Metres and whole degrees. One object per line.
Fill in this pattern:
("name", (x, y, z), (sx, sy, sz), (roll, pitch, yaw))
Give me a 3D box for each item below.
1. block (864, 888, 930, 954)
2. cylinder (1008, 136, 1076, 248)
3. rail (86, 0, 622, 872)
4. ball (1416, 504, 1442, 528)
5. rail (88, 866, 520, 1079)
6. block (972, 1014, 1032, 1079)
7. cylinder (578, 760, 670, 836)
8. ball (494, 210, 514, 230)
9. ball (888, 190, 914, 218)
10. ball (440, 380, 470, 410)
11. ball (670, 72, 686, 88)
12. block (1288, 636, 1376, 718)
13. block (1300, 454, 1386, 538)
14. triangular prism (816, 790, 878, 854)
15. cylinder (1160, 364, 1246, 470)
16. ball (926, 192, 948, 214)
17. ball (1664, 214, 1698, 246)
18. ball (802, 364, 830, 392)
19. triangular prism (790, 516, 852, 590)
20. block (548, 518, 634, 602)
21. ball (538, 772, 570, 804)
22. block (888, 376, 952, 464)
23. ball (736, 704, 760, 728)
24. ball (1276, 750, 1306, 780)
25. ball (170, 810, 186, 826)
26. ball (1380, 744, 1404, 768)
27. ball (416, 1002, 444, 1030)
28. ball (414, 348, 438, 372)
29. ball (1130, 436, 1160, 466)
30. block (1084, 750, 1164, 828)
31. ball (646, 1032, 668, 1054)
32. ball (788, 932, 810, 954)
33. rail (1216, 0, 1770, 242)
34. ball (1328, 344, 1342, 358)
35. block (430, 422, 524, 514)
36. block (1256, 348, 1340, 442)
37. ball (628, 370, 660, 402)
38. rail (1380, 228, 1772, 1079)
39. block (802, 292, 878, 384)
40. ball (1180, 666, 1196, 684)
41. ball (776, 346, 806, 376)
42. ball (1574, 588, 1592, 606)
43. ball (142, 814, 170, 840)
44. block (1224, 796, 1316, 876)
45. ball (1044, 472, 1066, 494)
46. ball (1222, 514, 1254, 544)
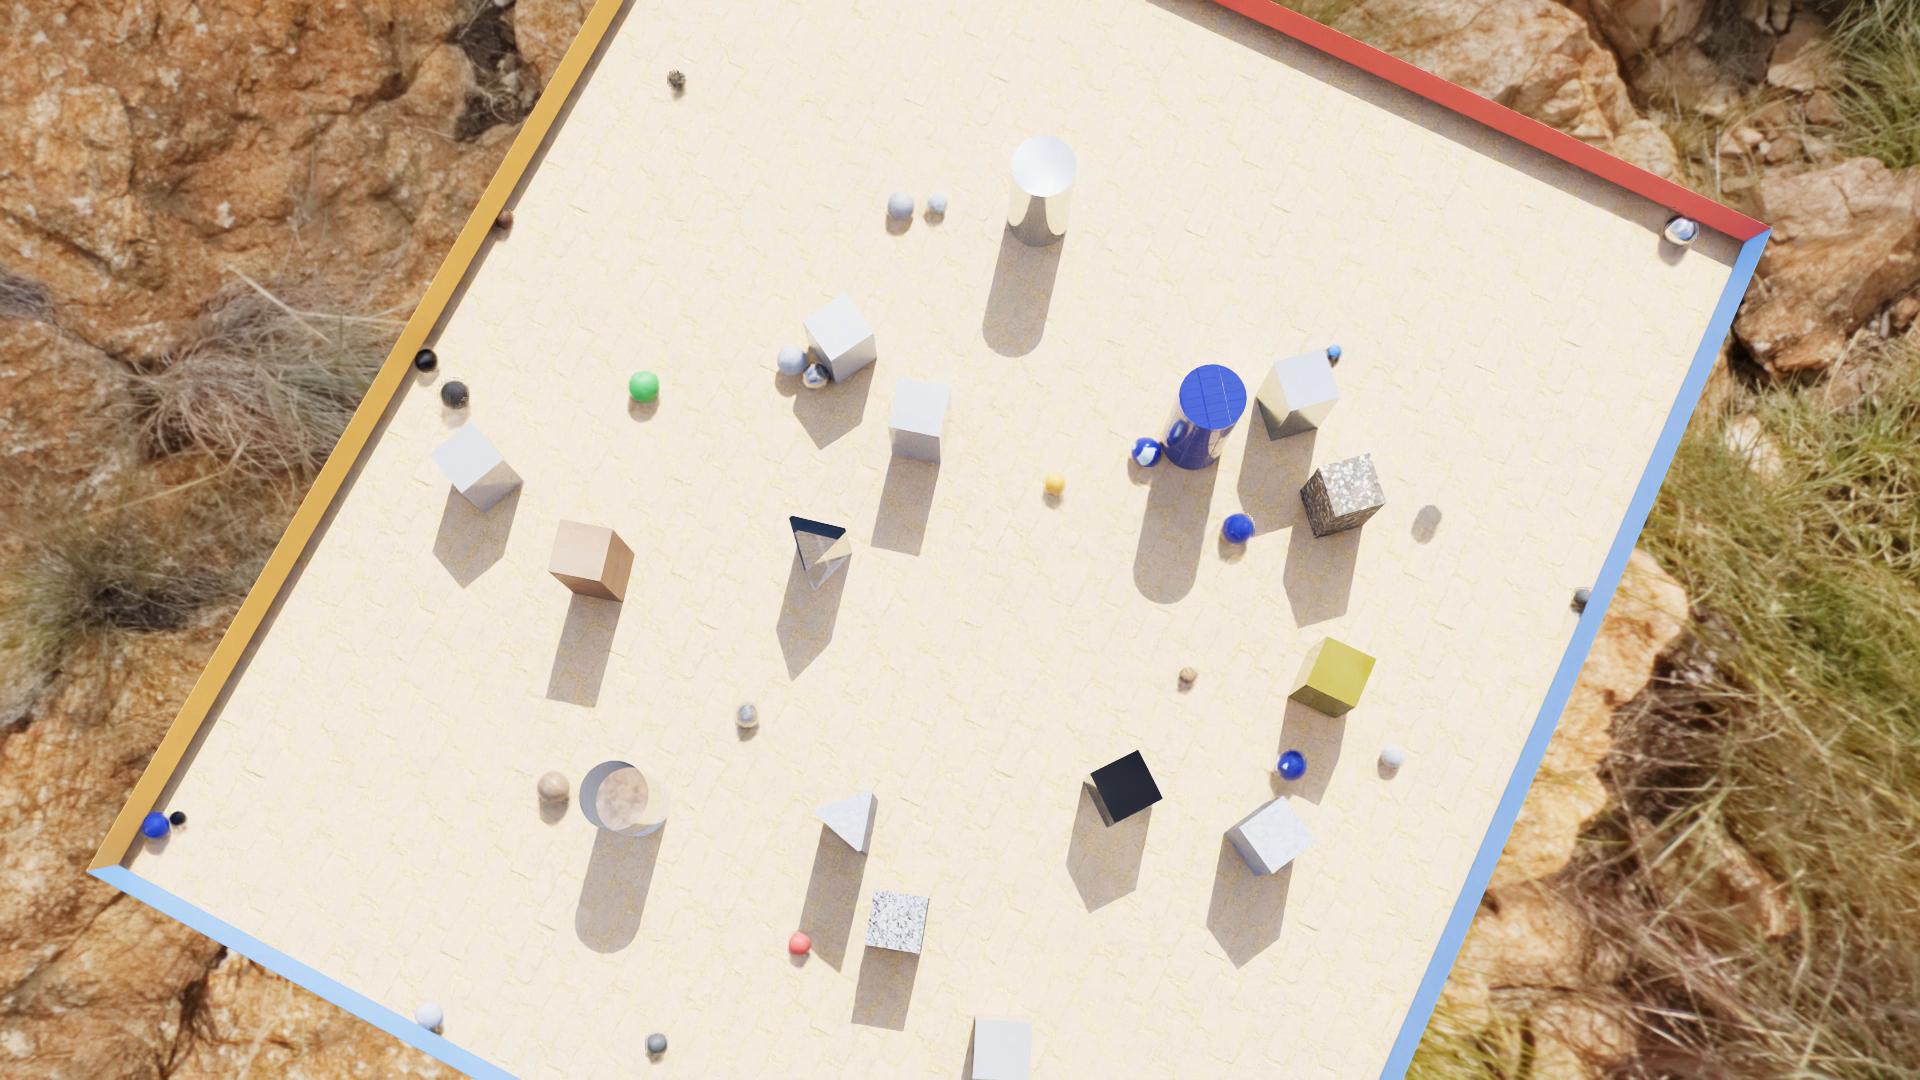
("block", (-0.178, 1.093, 5.258), (0.155, 0.258, 0.155), (9, 78, 2))
("cylinder", (0.248, -1.065, 5.625), (0.194, 0.416, 0.194), (0, 78, 0))
("rail", (-1.604, -0.779, 5.712), (0.045, 0.126, 4.016), (26, 80, 5))
("ball", (1.432, -0.072, 5.594), (0.073, 0.073, 0.073), (0, 78, 0))
("rail", (-0.888, 1.745, 5.190), (3.634, 0.126, 0.045), (26, 80, 5))
("block", (0.116, 1.426, 5.158), (0.155, 0.321, 0.155), (3, 78, 1))
("cylinder", (-0.959, 0.747, 5.265), (0.194, 0.385, 0.194), (0, 78, 0))
("ball", (-1.443, -1.012, 5.797), (0.057, 0.057, 0.057), (0, 78, 0))
("ball", (-0.187, -1.059, 5.792), (0.087, 0.087, 0.087), (0, 78, 0))
("ball", (-1.560, -0.449, 5.663), (0.091, 0.091, 0.091), (0, 78, 0))
("ball", (-0.907, -1.479, 5.895), (0.053, 0.053, 0.053), (0, 78, 0))
("block", (1.090, 0.406, 5.381), (0.155, 0.296, 0.155), (25, 79, 5))
("block", (1.141, -0.129, 5.481), (0.155, 0.317, 0.155), (-15, 79, -3))
("triangular prism", (-0.293, 0.788, 5.257), (0.168, 0.384, 0.145), (40, 81, 8))
("cylinder", (0.720, -0.359, 5.446), (0.194, 0.479, 0.194), (0, 78, 0))
("ball", (-0.073, -1.070, 5.803), (0.069, 0.069, 0.069), (0, 78, 0))
("ball", (2.269, -0.976, 5.769), (0.097, 0.097, 0.097), (0, 78, 0))
("ball", (-0.446, -0.504, 5.677), (0.086, 0.086, 0.086), (0, 78, 0))
("triangular prism", (-0.440, 0.013, 5.452), (0.145, 0.316, 0.168), (43, 81, 8))
("block", (-1.086, 0.065, 5.416), (0.155, 0.366, 0.155), (11, 79, 2))
("ball", (-1.200, 0.732, 5.416), (0.096, 0.096, 0.096), (0, 78, 0))
("block", (-0.119, -0.356, 5.522), (0.155, 0.330, 0.155), (12, 79, 2))
("ball", (-0.633, 0.525, 5.472), (0.071, 0.071, 0.071), (0, 78, 0))
("ball", (0.980, 0.669, 5.432), (0.090, 0.090, 0.090), (0, 78, 0))
("ball", (-2.314, 0.824, 5.421), (0.048, 0.048, 0.048), (0, 78, 0))
("ball", (1.286, 0.641, 5.449), (0.068, 0.068, 0.068), (0, 78, 0))
("ball", (-1.531, 1.375, 5.293), (0.077, 0.077, 0.077), (0, 78, 0))
("ball", (-1.657, -0.558, 5.695), (0.072, 0.072, 0.072), (0, 78, 0))
("ball", (0.570, -0.272, 5.626), (0.092, 0.092, 0.092), (0, 78, 0))
("block", (0.471, 0.725, 5.322), (0.155, 0.284, 0.155), (-26, 79, -5))
("ball", (-0.874, 1.452, 5.286), (0.058, 0.058, 0.058), (0, 78, 0))
("ball", (-0.466, 1.177, 5.340), (0.064, 0.064, 0.064), (0, 78, 0))
("rail", (0.888, -1.732, 5.910), (3.634, 0.126, 0.045), (26, 80, 5))
("ball", (1.168, -0.589, 5.715), (0.046, 0.046, 0.046), (0, 78, 0))
("block", (-1.453, -0.216, 5.522), (0.155, 0.272, 0.155), (-41, 81, -8))
("block", (1.016, -0.434, 5.529), (0.155, 0.347, 0.155), (-16, 79, -3))
("ball", (-0.975, -0.475, 5.665), (0.097, 0.097, 0.097), (0, 78, 0))
("rail", (1.604, 0.792, 5.387), (0.045, 0.126, 4.016), (26, 80, 5))
("block", (-0.366, -0.615, 5.619), (0.155, 0.245, 0.155), (-34, 80, -7))
("ball", (0.685, 0.406, 5.506), (0.051, 0.051, 0.051), (0, 78, 0))
("ball", (-0.522, -0.556, 5.684), (0.093, 0.093, 0.093), (0, 78, 0))
("ball", (1.889, 0.174, 5.553), (0.053, 0.053, 0.053), (0, 78, 0))
("ball", (-2.370, 0.845, 5.403), (0.077, 0.077, 0.077), (0, 78, 0))
("block", (0.890, 0.856, 5.283), (0.155, 0.307, 0.155), (-35, 80, -7))
("ball", (0.292, -0.173, 5.618), (0.067, 0.067, 0.067), (0, 78, 0))
("ball", (0.844, -0.034, 5.575), (0.095, 0.095, 0.095), (0, 78, 0))
